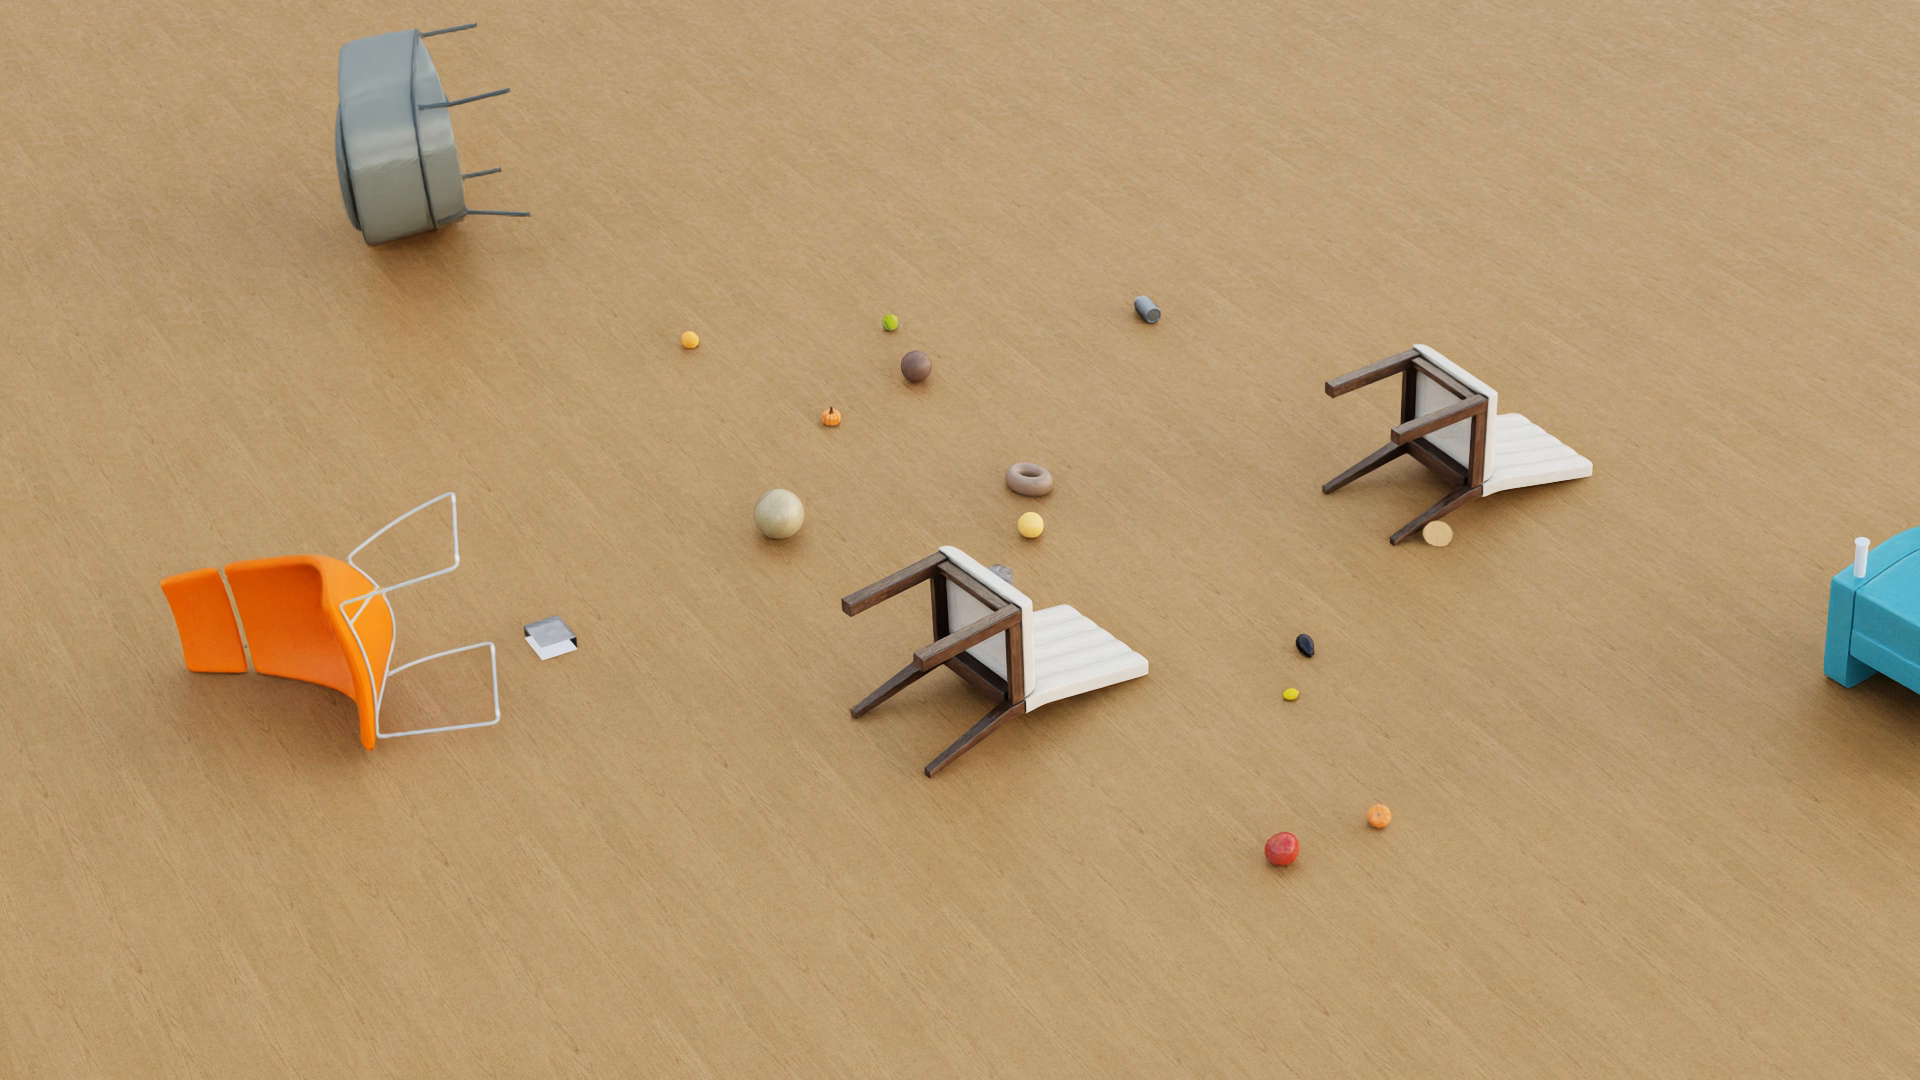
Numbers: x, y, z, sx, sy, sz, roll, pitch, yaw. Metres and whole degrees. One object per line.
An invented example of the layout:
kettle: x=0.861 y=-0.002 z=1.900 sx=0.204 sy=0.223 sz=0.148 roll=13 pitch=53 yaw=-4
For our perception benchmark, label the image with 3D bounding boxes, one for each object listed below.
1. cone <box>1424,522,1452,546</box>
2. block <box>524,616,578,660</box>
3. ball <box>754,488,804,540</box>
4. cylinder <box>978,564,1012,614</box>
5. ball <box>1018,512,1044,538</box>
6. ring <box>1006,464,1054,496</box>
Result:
cone: x=1.780 y=-0.024 z=10.944 sx=0.110 sy=0.094 sz=0.080 roll=14 pitch=3 yaw=3
block: x=-1.449 y=0.345 z=10.373 sx=0.135 sy=0.053 sz=0.157 roll=-18 pitch=37 yaw=-25
ball: x=-0.673 y=-0.097 z=10.920 sx=0.189 sy=0.189 sz=0.189 roll=0 pitch=33 yaw=0
cylinder: x=0.126 y=0.180 z=10.592 sx=0.132 sy=0.081 sz=0.191 roll=-16 pitch=32 yaw=11
ball: x=0.264 y=-0.056 z=10.941 sx=0.097 sy=0.097 sz=0.097 roll=0 pitch=33 yaw=0
ring: x=0.265 y=-0.231 z=11.222 sx=0.199 sy=0.082 sz=0.140 roll=18 pitch=39 yaw=27
